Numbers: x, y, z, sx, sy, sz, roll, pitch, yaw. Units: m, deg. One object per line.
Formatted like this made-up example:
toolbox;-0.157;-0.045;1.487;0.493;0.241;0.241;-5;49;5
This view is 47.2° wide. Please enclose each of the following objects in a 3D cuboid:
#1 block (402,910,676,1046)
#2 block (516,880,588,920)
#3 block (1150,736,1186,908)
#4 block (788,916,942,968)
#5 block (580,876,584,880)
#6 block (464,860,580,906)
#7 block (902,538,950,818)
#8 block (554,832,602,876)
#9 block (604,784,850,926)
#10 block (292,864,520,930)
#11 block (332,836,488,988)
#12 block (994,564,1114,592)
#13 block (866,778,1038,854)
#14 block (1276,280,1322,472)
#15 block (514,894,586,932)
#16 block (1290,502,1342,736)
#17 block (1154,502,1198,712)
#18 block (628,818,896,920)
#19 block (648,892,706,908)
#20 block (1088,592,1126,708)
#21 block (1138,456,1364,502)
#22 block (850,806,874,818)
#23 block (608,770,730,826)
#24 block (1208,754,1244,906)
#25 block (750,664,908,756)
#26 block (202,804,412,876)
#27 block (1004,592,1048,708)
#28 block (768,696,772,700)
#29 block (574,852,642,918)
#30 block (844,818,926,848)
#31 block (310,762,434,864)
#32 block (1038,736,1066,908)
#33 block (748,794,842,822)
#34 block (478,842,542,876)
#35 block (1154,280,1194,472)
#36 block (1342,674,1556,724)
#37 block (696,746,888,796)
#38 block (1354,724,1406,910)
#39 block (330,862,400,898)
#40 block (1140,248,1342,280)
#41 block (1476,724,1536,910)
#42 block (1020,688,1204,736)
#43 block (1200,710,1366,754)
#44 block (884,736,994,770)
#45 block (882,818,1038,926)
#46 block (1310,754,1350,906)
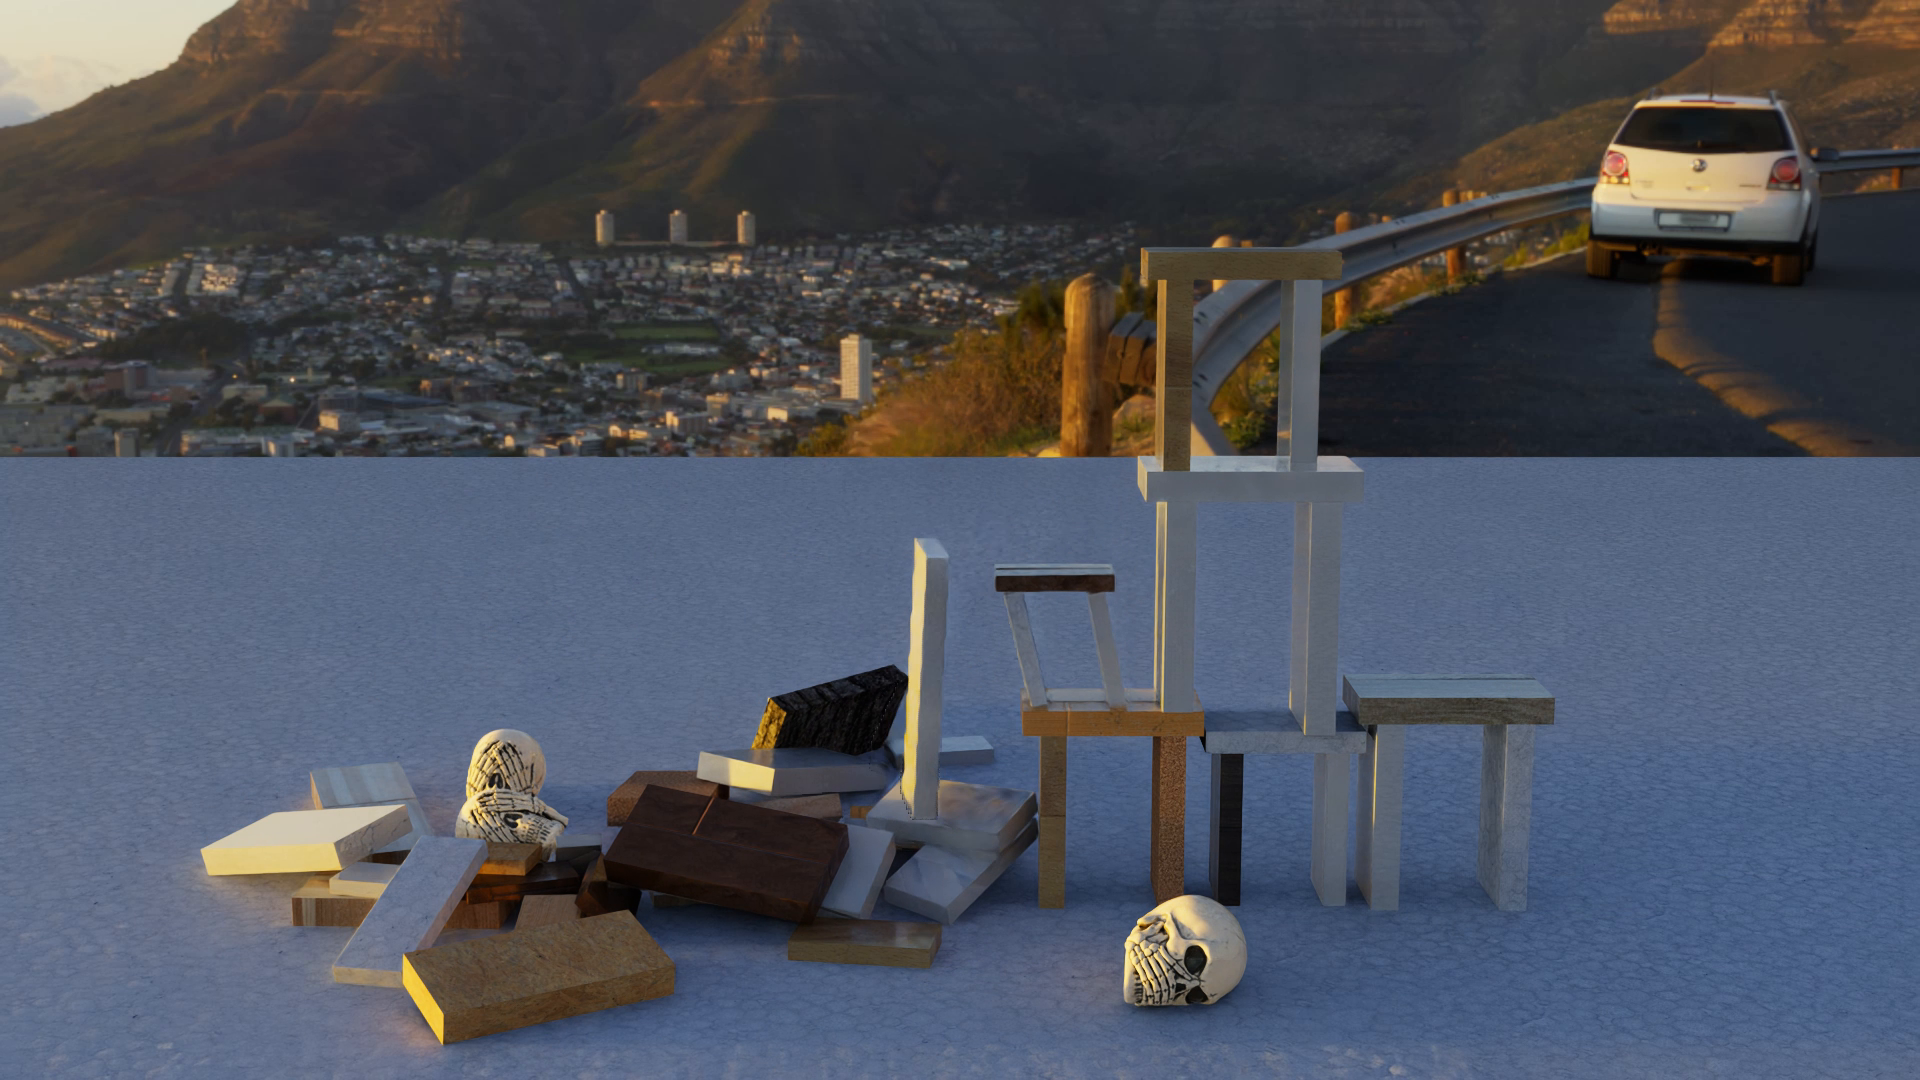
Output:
block;-0.614;0.634;3.211;0.350;0.050;0.175;-6;23;-31
block;-0.637;0.596;3.562;0.096;0.027;0.193;2;11;10
block;0.345;0.446;3.643;0.041;0.292;0.146;0;11;0
block;-0.146;0.623;3.408;0.221;0.031;0.110;2;11;9
block;-0.609;0.568;3.729;0.147;0.021;0.073;-1;11;-6
block;-0.711;0.552;3.548;0.177;0.025;0.089;-4;11;-21
block;-0.057;0.226;3.616;0.037;0.439;0.130;1;13;-10
block;-0.632;0.521;3.636;0.073;0.021;0.147;-2;-27;-13
block;-0.373;0.502;3.530;0.350;0.050;0.175;9;40;15
block;-0.897;0.581;3.590;0.333;0.047;0.167;1;11;3
block;-0.847;0.571;3.408;0.110;0.031;0.331;2;29;11
block;0.153;0.061;3.570;0.191;0.027;0.095;0;11;0
block;-0.014;0.457;3.680;0.259;0.037;0.130;3;28;32
block;0.541;-0.269;3.508;0.042;0.300;0.150;0;11;0
block;-0.638;0.609;3.399;0.096;0.027;0.193;0;21;-2
block;0.579;0.111;3.585;0.049;0.380;0.171;0;11;0
block;0.350;0.093;3.582;0.049;0.343;0.171;0;11;0
block;-0.324;0.521;3.582;0.403;0.050;0.175;8;42;15
block;-0.439;0.582;3.654;0.147;0.021;0.073;-3;11;-14
block;0.238;0.168;3.589;0.027;0.191;0.095;-11;10;2
block;0.465;-0.099;3.546;0.343;0.049;0.171;0;11;0
block;-0.087;0.503;3.942;0.204;0.029;0.102;1;-15;9
block;-0.529;0.471;4.025;0.177;0.050;0.354;0;2;0
block;0.441;0.462;3.650;0.037;0.259;0.130;0;11;0
block;-0.263;0.366;4.381;0.050;0.177;0.354;38;31;30
block;-1.110;0.510;3.733;0.333;0.047;0.166;-7;12;33
block;0.108;0.168;3.591;0.027;0.191;0.095;-13;10;3
block;-0.316;0.372;4.760;0.110;0.031;0.221;-7;12;-32
block;-0.561;0.572;3.519;0.027;0.096;0.193;-42;10;5
block;-0.050;0.514;3.817;0.286;0.041;0.143;3;-9;6
block;-1.067;0.506;3.994;0.167;0.047;0.553;-4;11;-21
block;0.153;0.446;3.643;0.041;0.292;0.146;0;11;1
block;-0.362;0.500;3.834;0.286;0.041;0.143;-4;-25;-20
block;-0.782;0.518;3.591;0.177;0.025;0.089;1;10;7
block;0.341;-0.269;3.508;0.042;0.300;0.150;0;11;0
block;0.798;0.260;3.607;0.313;0.044;0.157;0;11;0
block;-0.312;0.435;4.153;0.177;0.050;0.354;9;2;34
block;0.693;0.436;3.640;0.044;0.313;0.157;0;11;0
block;-0.914;0.552;3.549;0.177;0.025;0.089;3;11;13
block;0.441;-0.438;3.478;0.300;0.042;0.150;0;11;0
block;0.902;0.436;3.640;0.044;0.313;0.157;0;11;0
block;0.247;0.283;3.613;0.292;0.041;0.146;0;11;0
block;0.528;0.316;3.623;0.259;0.037;0.130;0;11;0
block;-0.043;0.430;4.454;0.204;0.029;0.102;-2;11;-13
block;0.004;0.528;3.630;0.130;0.037;0.259;14;36;34
block;0.614;0.462;3.650;0.037;0.259;0.130;0;11;0
